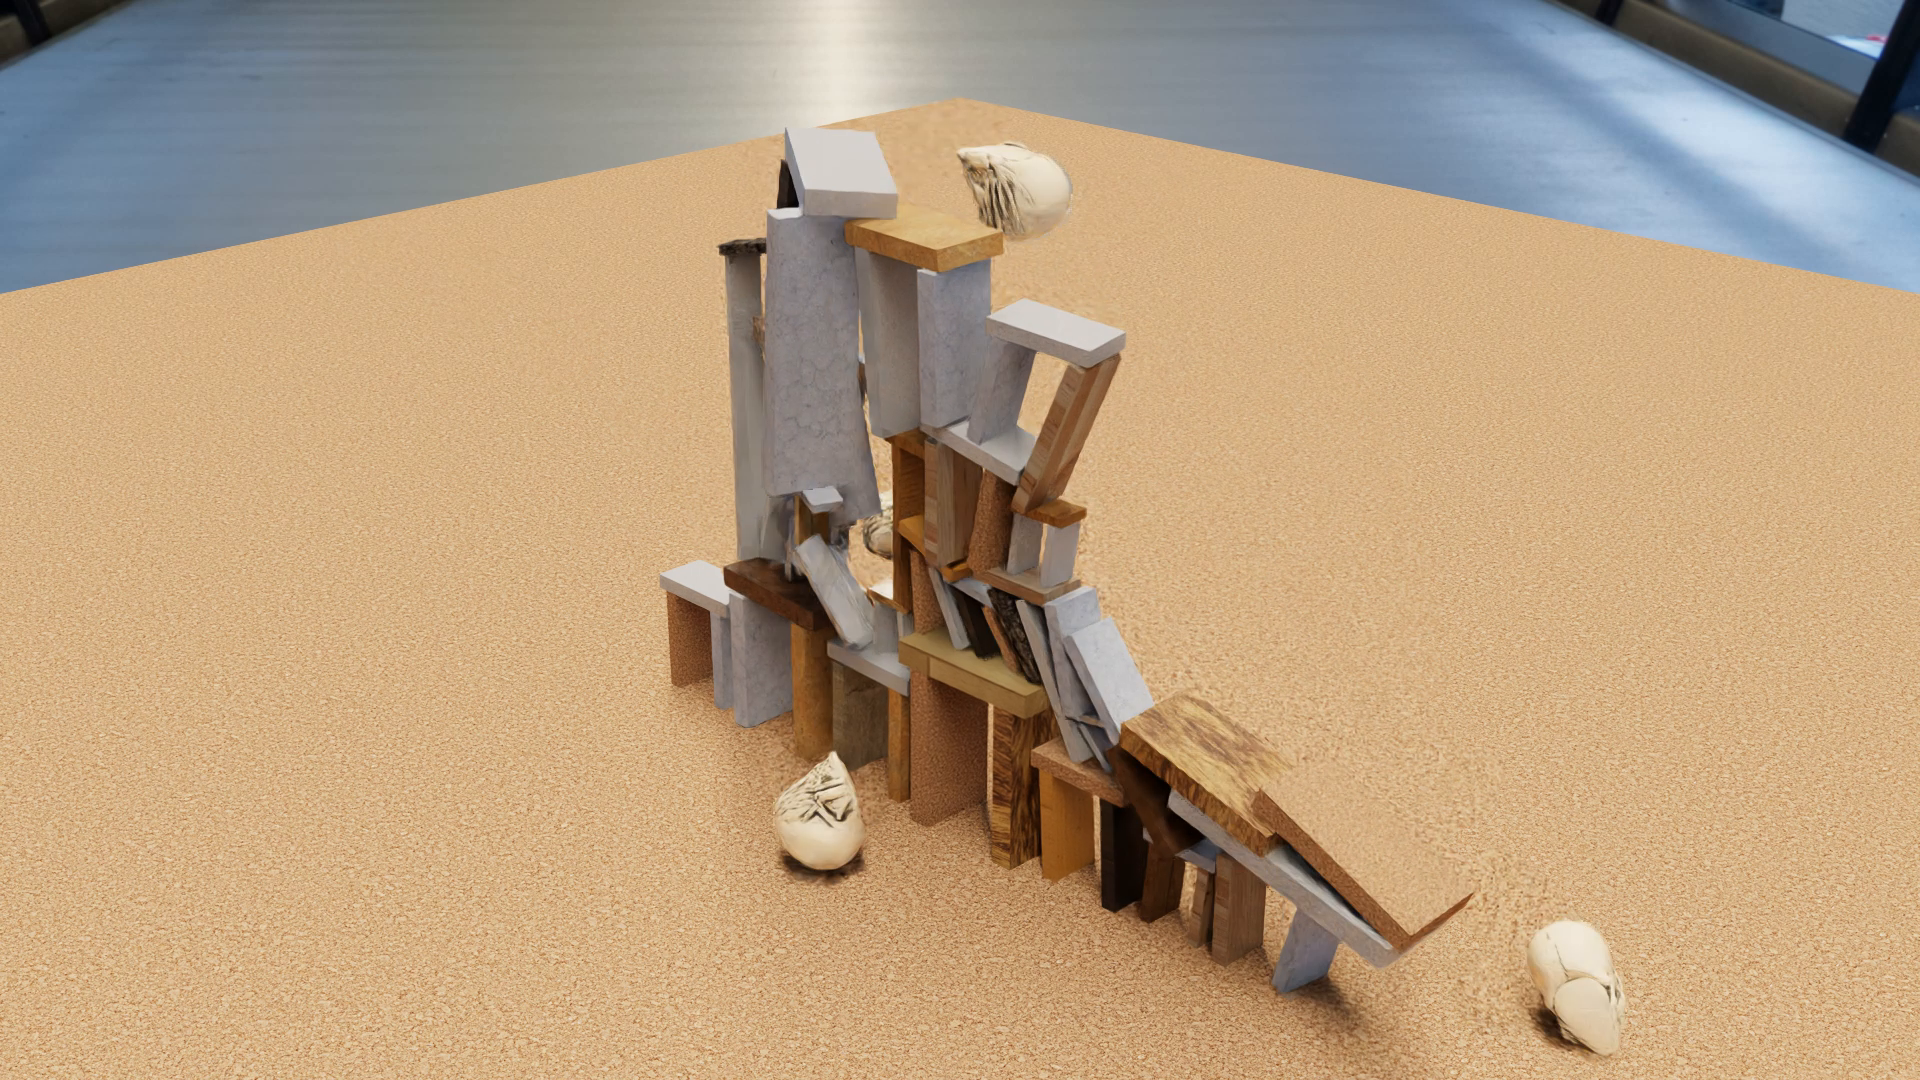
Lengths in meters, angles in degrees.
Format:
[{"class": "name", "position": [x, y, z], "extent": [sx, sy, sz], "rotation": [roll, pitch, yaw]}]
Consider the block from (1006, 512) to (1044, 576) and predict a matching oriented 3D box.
[{"class": "block", "position": [0.123, -0.003, 4.086], "extent": [0.066, 0.131, 0.019], "rotation": [-24, 43, -37]}]

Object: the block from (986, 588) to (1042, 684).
[{"class": "block", "position": [0.134, 0.165, 4.155], "extent": [0.097, 0.194, 0.027], "rotation": [-21, -8, -40]}]

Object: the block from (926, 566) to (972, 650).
[{"class": "block", "position": [0.002, 0.118, 4.273], "extent": [0.086, 0.172, 0.024], "rotation": [-21, 3, -40]}]

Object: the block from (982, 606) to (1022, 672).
[{"class": "block", "position": [0.098, 0.179, 4.186], "extent": [0.067, 0.135, 0.019], "rotation": [-21, -6, -40]}]

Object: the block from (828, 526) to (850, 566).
[{"class": "block", "position": [-0.260, 0.036, 4.571], "extent": [0.020, 0.139, 0.069], "rotation": [13, 16, 28]}]

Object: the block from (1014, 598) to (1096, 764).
[{"class": "block", "position": [0.199, 0.250, 4.120], "extent": [0.097, 0.323, 0.027], "rotation": [-21, 2, -40]}]

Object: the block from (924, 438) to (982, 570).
[{"class": "block", "position": [-0.012, -0.083, 4.127], "extent": [0.116, 0.257, 0.033], "rotation": [-24, 36, -37]}]

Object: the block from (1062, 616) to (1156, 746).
[{"class": "block", "position": [0.320, 0.340, 4.018], "extent": [0.109, 0.402, 0.031], "rotation": [-22, -6, -40]}]

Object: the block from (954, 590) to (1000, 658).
[{"class": "block", "position": [0.042, 0.153, 4.237], "extent": [0.068, 0.135, 0.019], "rotation": [-21, 2, -40]}]

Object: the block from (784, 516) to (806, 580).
[{"class": "block", "position": [-0.330, 0.013, 4.628], "extent": [0.069, 0.139, 0.020], "rotation": [-10, 25, -40]}]

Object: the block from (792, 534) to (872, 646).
[{"class": "block", "position": [-0.252, 0.098, 4.337], "extent": [0.065, 0.220, 0.018], "rotation": [-36, 14, -33]}]

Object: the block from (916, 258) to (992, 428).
[{"class": "block", "position": [-0.008, -0.363, 3.978], "extent": [0.041, 0.292, 0.146], "rotation": [23, 35, 39]}]

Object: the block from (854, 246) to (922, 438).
[{"class": "block", "position": [-0.113, -0.390, 4.159], "extent": [0.146, 0.375, 0.041], "rotation": [-21, 30, -32]}]

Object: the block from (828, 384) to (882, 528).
[{"class": "block", "position": [-0.266, -0.189, 4.420], "extent": [0.162, 0.323, 0.046], "rotation": [-16, 20, -18]}]

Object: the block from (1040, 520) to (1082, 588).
[{"class": "block", "position": [0.183, 0.021, 4.024], "extent": [0.066, 0.131, 0.019], "rotation": [-20, 42, -36]}]

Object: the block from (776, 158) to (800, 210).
[{"class": "block", "position": [-0.280, -0.583, 4.357], "extent": [0.173, 0.346, 0.049], "rotation": [-6, 31, -24]}]

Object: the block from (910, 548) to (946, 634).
[{"class": "block", "position": [-0.054, 0.091, 4.325], "extent": [0.086, 0.172, 0.024], "rotation": [-21, 27, -41]}]

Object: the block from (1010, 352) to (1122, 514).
[{"class": "block", "position": [0.187, -0.192, 3.905], "extent": [0.111, 0.336, 0.031], "rotation": [-26, 59, -41]}]

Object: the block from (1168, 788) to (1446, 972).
[{"class": "block", "position": [0.592, 0.537, 3.764], "extent": [0.174, 0.049, 0.481], "rotation": [-25, 47, -37]}]

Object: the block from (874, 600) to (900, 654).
[{"class": "block", "position": [-0.144, 0.170, 4.464], "extent": [0.060, 0.120, 0.017], "rotation": [-11, 26, -29]}]

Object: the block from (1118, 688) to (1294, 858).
[{"class": "block", "position": [0.462, 0.402, 3.840], "extent": [0.174, 0.049, 0.348], "rotation": [-23, 46, -36]}]

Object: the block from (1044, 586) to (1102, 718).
[{"class": "block", "position": [0.222, 0.207, 4.070], "extent": [0.109, 0.219, 0.031], "rotation": [-23, 19, -40]}]

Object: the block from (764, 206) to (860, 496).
[{"class": "block", "position": [-0.282, -0.360, 4.194], "extent": [0.173, 0.567, 0.049], "rotation": [-11, 31, -25]}]

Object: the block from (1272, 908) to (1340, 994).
[{"class": "block", "position": [0.621, 0.691, 3.848], "extent": [0.110, 0.221, 0.031], "rotation": [-16, 43, -32]}]

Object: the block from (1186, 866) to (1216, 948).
[{"class": "block", "position": [0.460, 0.652, 4.000], "extent": [0.086, 0.172, 0.024], "rotation": [-22, 38, -40]}]

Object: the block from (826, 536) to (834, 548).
[{"class": "block", "position": [-0.277, 0.059, 4.514], "extent": [0.070, 0.139, 0.020], "rotation": [-25, 11, -15]}]

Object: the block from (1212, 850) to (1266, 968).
[{"class": "block", "position": [0.504, 0.647, 3.954], "extent": [0.031, 0.220, 0.110], "rotation": [21, 31, 41]}]

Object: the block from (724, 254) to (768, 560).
[{"class": "block", "position": [-0.447, -0.280, 4.645], "extent": [0.072, 0.672, 0.020], "rotation": [-14, 24, -32]}]

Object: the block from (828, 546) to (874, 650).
[{"class": "block", "position": [-0.233, 0.117, 4.478], "extent": [0.070, 0.207, 0.020], "rotation": [-34, 9, -16]}]

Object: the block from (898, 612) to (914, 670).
[{"class": "block", "position": [-0.092, 0.193, 4.408], "extent": [0.060, 0.120, 0.017], "rotation": [-17, 23, -33]}]

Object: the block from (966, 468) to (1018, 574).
[{"class": "block", "position": [0.084, -0.054, 4.086], "extent": [0.116, 0.232, 0.033], "rotation": [-21, 46, -36]}]

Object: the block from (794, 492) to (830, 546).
[{"class": "block", "position": [-0.296, -0.046, 4.395], "extent": [0.065, 0.130, 0.018], "rotation": [-14, 37, -22]}]

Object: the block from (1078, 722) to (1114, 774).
[{"class": "block", "position": [0.267, 0.378, 4.086], "extent": [0.052, 0.103, 0.015], "rotation": [-24, -10, -44]}]

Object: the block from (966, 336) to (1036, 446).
[{"class": "block", "position": [0.079, -0.285, 3.953], "extent": [0.031, 0.221, 0.111], "rotation": [35, 42, 25]}]

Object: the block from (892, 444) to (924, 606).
[{"class": "block", "position": [-0.089, -0.041, 4.323], "extent": [0.090, 0.342, 0.026], "rotation": [-19, 32, -35]}]

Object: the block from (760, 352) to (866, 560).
[{"class": "block", "position": [-0.308, -0.173, 4.632], "extent": [0.162, 0.482, 0.046], "rotation": [5, 29, -13]}]
